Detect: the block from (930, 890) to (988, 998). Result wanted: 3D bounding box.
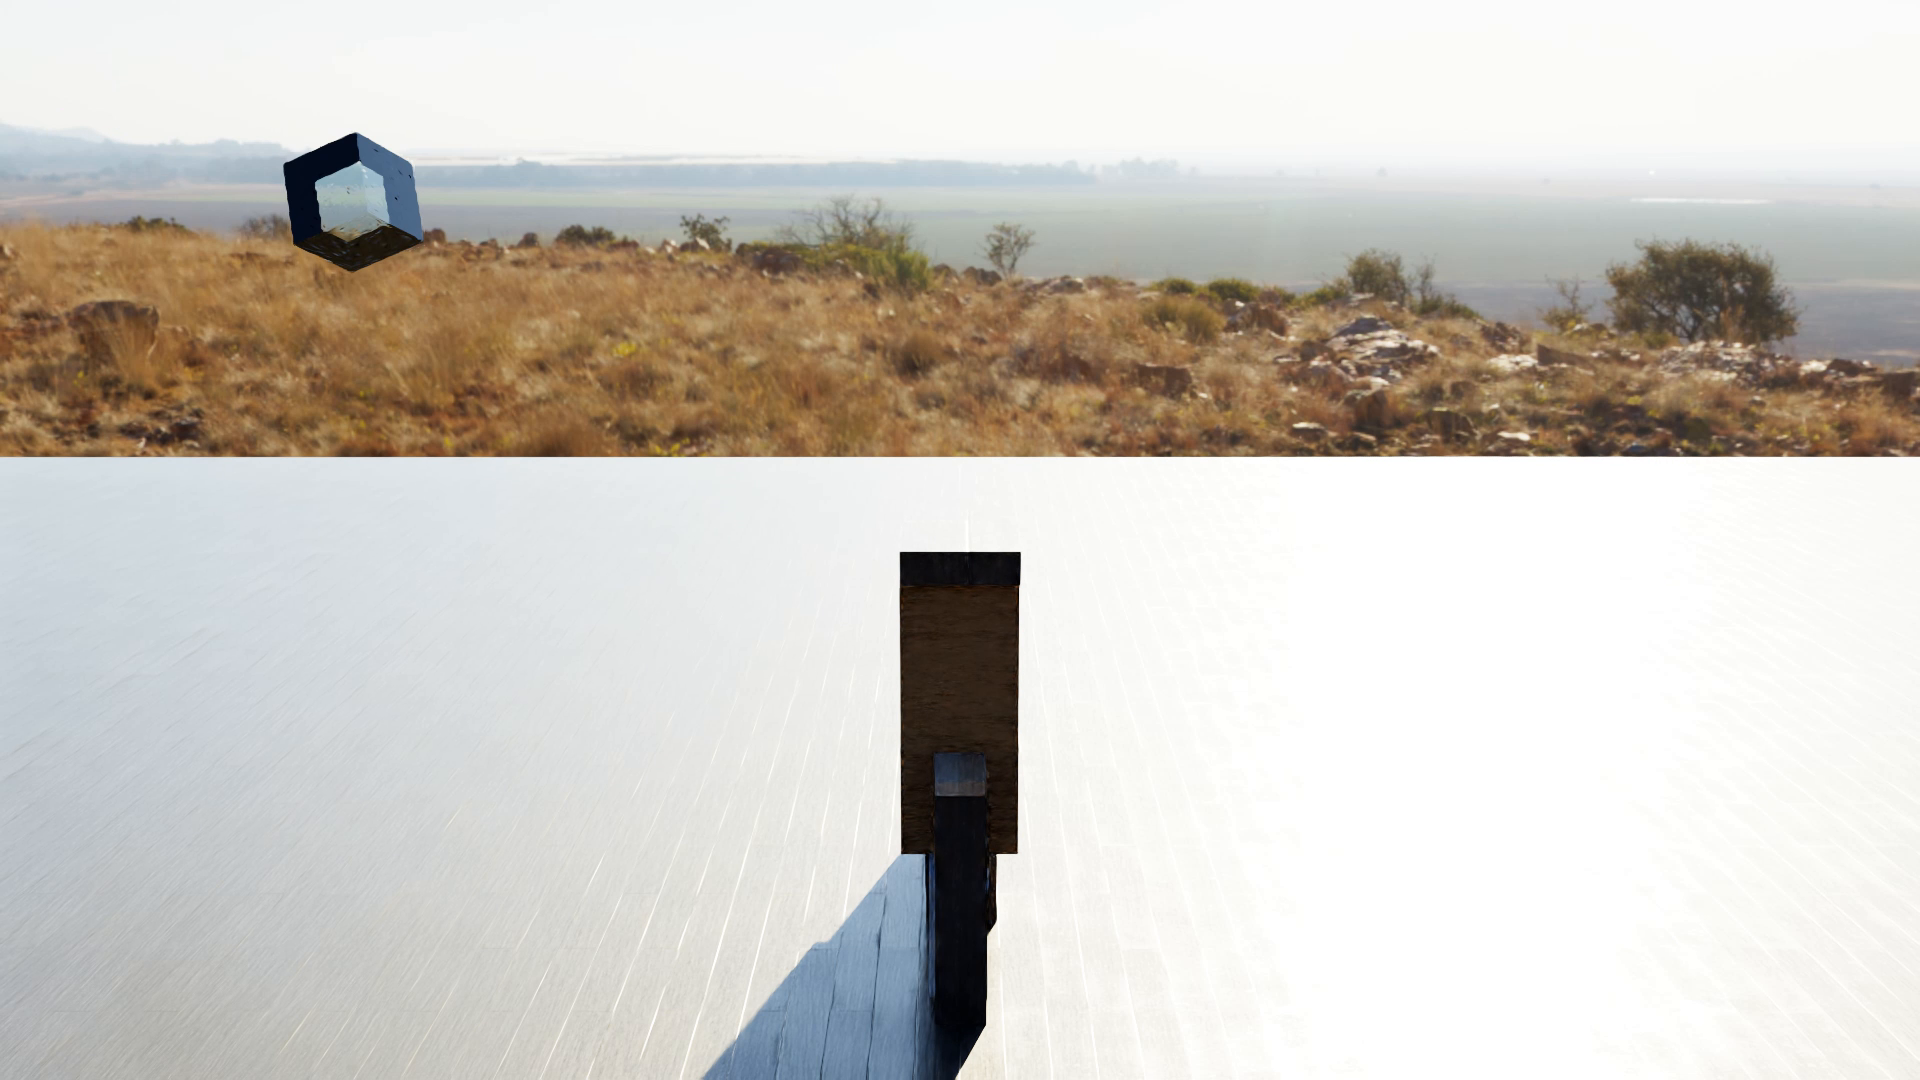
[{"bbox_3d":[-0.002,0.586,3.225,0.085,0.171,0.024,0,11,0],"label":"block"}]

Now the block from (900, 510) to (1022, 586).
[{"bbox_3d":[0.000,0.009,3.322,0.175,0.049,0.349,0,11,0],"label":"block"}]

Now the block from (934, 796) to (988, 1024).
[{"bbox_3d":[0.001,0.520,3.113,0.073,0.341,0.021,0,10,0],"label":"block"}]

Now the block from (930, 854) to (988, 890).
[{"bbox_3d":[-0.003,0.479,3.264,0.086,0.024,0.171,0,11,-1],"label":"block"}]

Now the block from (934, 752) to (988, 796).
[{"bbox_3d":[0.000,0.333,3.129,0.073,0.021,0.146,0,10,-1],"label":"block"}]

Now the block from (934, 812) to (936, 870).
[{"bbox_3d":[-0.002,0.406,3.191,0.073,0.146,0.021,-1,10,-3],"label":"block"}]

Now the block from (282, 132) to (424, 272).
[{"bbox_3d":[-1.379,-0.766,5.001,0.204,0.204,0.204,-19,-18,19],"label":"block"}]

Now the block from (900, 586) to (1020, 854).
[{"bbox_3d":[-0.001,0.258,3.250,0.175,0.415,0.049,0,11,0],"label":"block"}]

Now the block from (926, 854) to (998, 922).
[{"bbox_3d":[0.002,0.499,3.535,0.114,0.229,0.032,0,11,0],"label":"block"}]
